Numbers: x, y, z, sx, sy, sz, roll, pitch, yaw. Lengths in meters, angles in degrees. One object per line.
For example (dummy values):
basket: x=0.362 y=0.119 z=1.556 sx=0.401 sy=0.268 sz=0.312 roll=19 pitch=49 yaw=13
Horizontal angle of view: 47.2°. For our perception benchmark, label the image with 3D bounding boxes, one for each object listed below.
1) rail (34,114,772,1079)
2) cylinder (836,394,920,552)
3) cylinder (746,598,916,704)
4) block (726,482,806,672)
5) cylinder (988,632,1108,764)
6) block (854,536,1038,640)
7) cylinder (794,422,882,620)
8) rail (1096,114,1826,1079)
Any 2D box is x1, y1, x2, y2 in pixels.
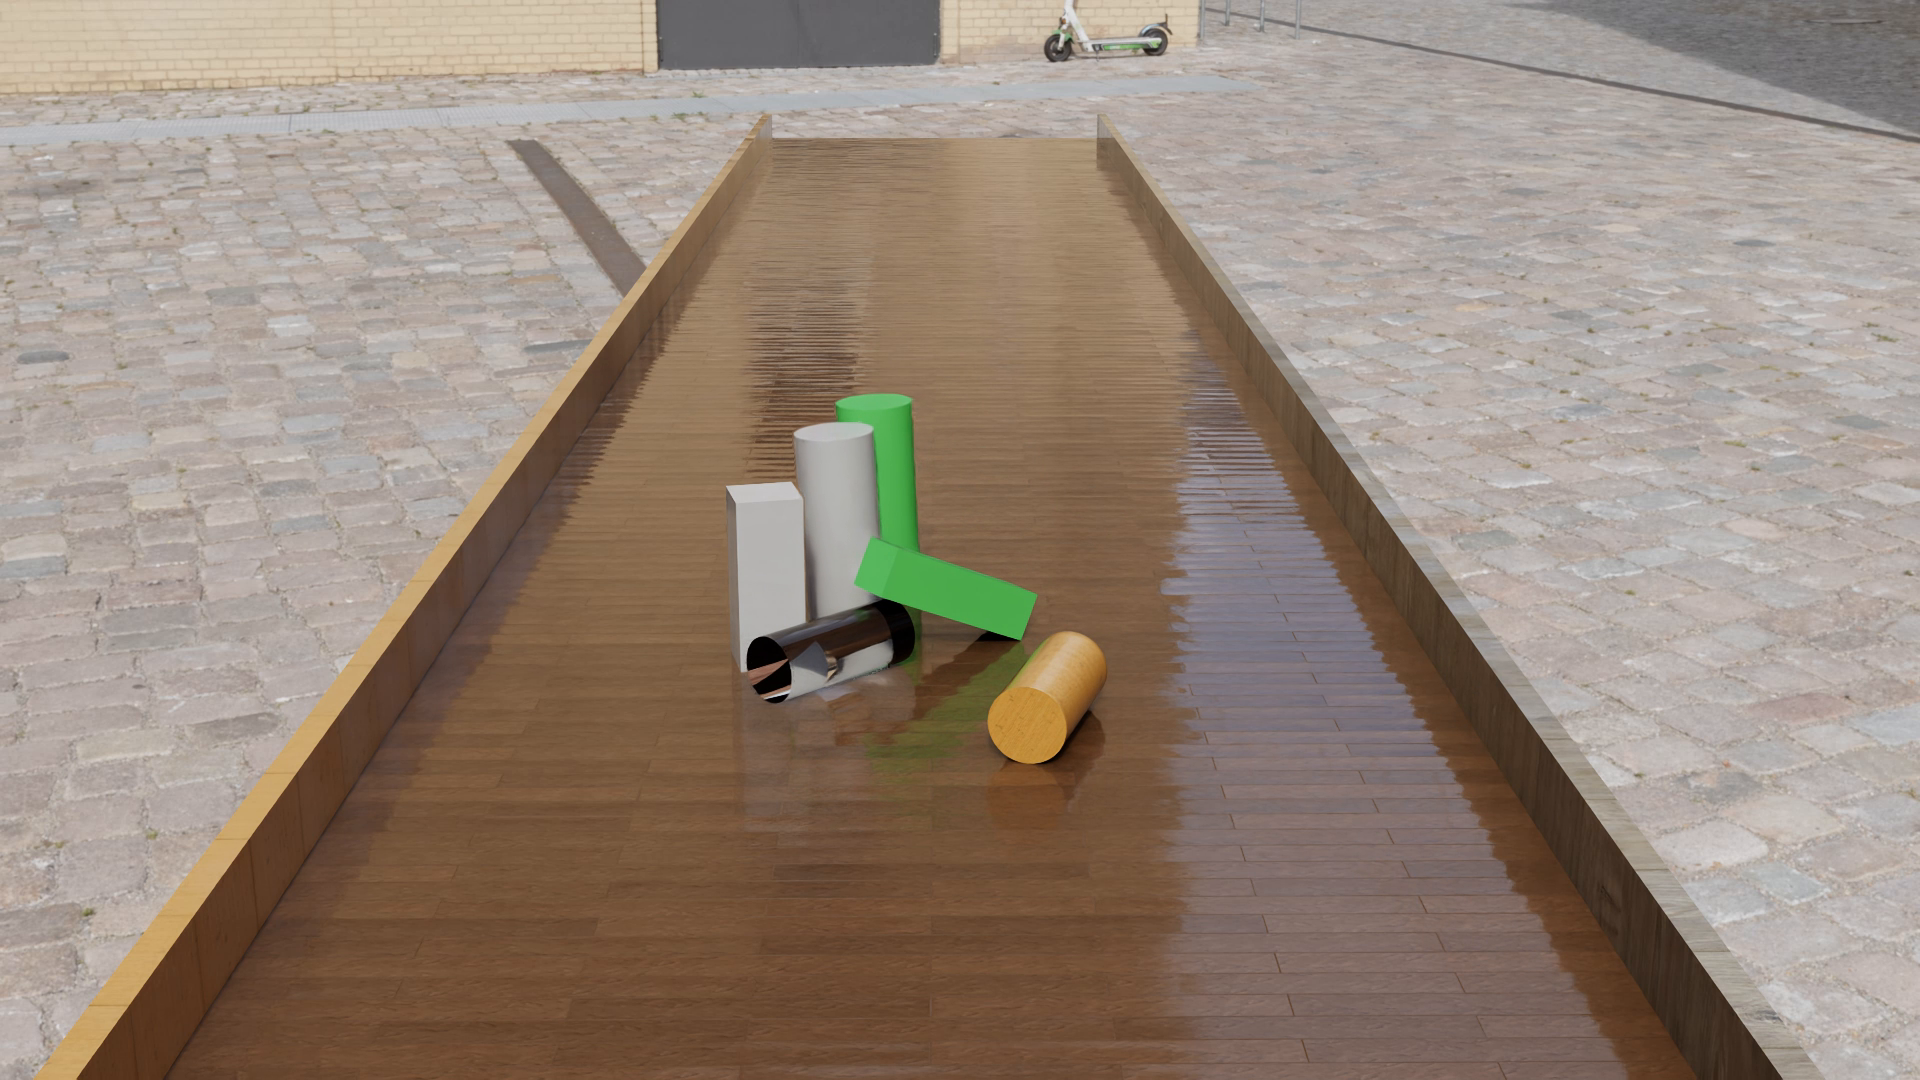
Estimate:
rail: x=-1.118 y=-0.838 z=7.780 sx=0.050 sy=0.150 sz=12.000 roll=0 pitch=17 yaw=-1
cylinder: x=-0.175 y=-0.088 z=4.757 sx=0.162 sy=0.430 sz=0.162 roll=-2 pitch=16 yaw=1
cylinder: x=-0.249 y=0.213 z=4.280 sx=0.131 sy=0.131 sz=0.325 roll=15 pitch=23 yaw=42
block: x=-0.385 y=0.072 z=4.375 sx=0.132 sy=0.347 sz=0.132 roll=-4 pitch=17 yaw=-14
cylinder: x=0.163 y=0.284 z=4.019 sx=0.144 sy=0.144 sz=0.314 roll=5 pitch=17 yaw=16
block: x=-0.026 y=0.100 z=4.453 sx=0.374 sy=0.101 sz=0.101 roll=19 pitch=2 yaw=-38
cylinder: x=-0.250 y=-0.033 z=4.620 sx=0.166 sy=0.401 sz=0.166 roll=-3 pitch=16 yaw=1
rail: x=0.932 y=-0.844 z=7.801 sx=0.050 sy=0.150 sz=12.000 roll=0 pitch=17 yaw=-1
